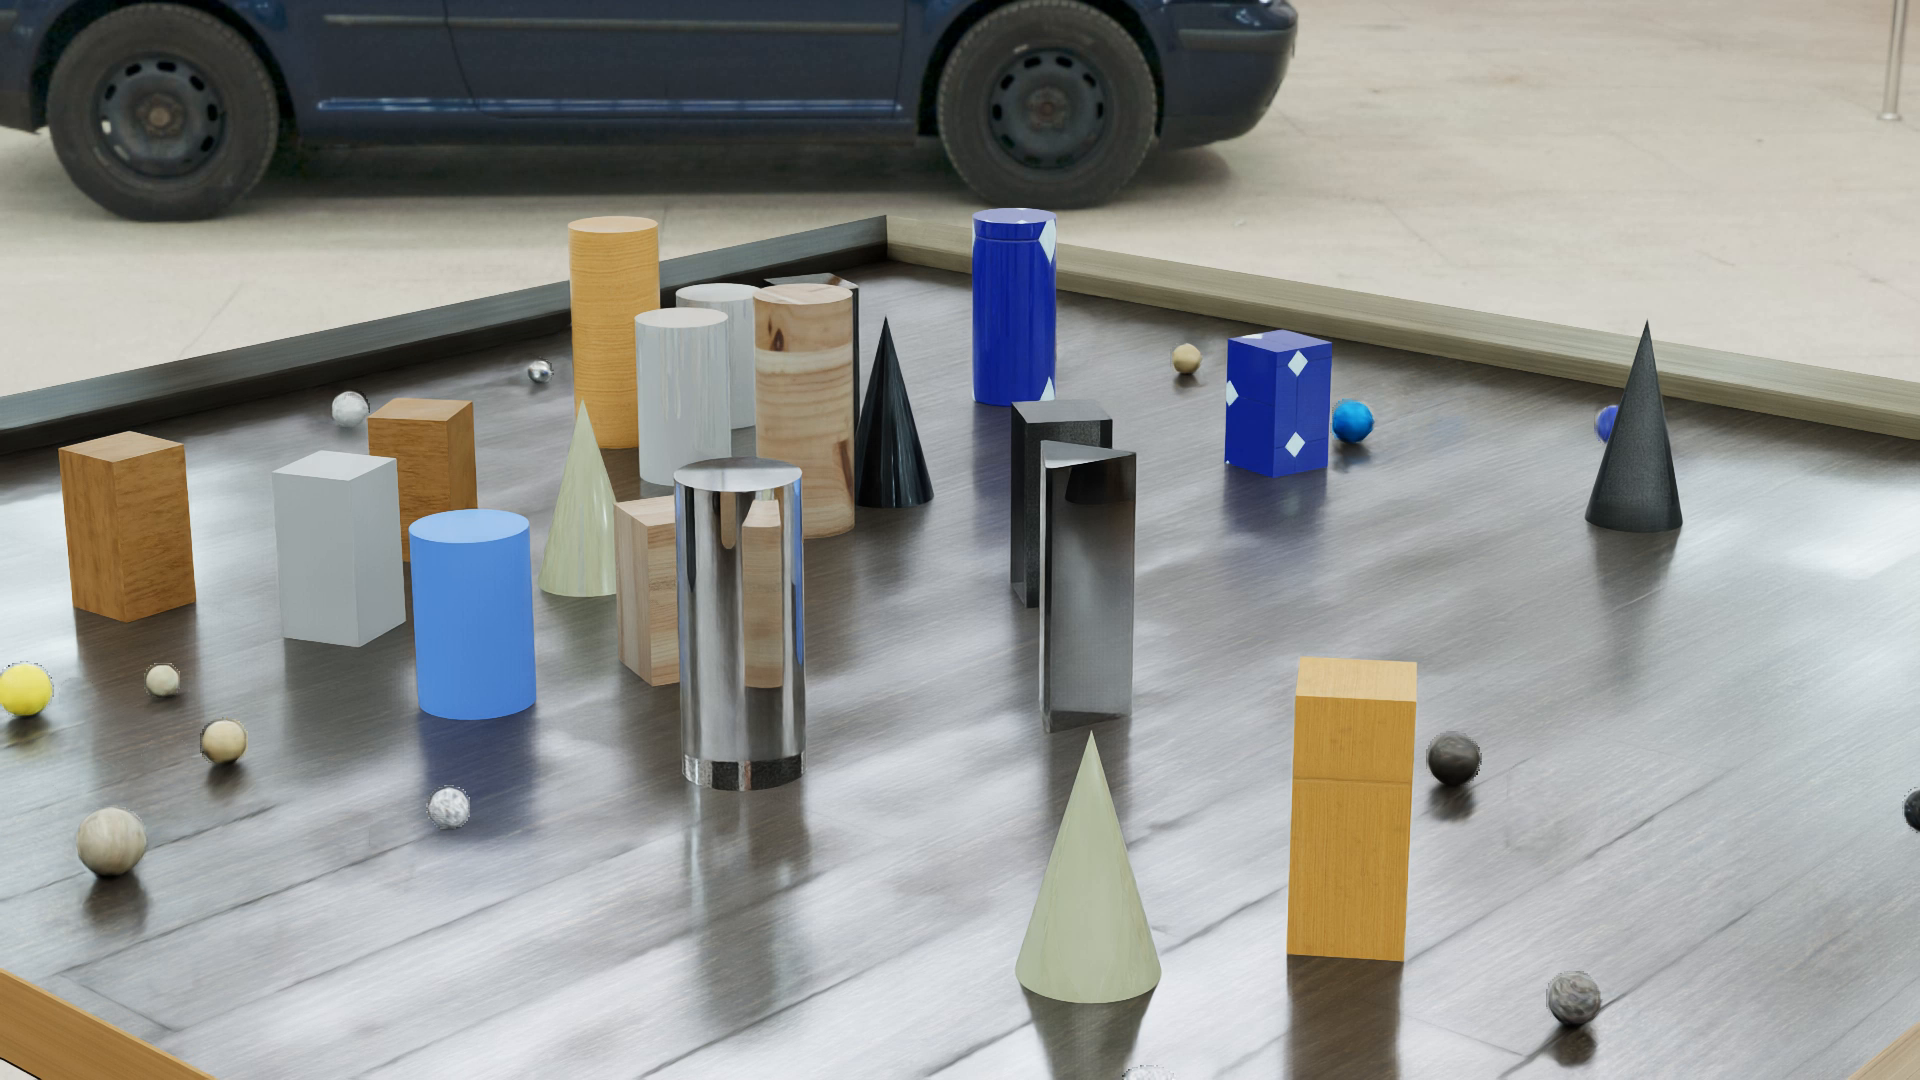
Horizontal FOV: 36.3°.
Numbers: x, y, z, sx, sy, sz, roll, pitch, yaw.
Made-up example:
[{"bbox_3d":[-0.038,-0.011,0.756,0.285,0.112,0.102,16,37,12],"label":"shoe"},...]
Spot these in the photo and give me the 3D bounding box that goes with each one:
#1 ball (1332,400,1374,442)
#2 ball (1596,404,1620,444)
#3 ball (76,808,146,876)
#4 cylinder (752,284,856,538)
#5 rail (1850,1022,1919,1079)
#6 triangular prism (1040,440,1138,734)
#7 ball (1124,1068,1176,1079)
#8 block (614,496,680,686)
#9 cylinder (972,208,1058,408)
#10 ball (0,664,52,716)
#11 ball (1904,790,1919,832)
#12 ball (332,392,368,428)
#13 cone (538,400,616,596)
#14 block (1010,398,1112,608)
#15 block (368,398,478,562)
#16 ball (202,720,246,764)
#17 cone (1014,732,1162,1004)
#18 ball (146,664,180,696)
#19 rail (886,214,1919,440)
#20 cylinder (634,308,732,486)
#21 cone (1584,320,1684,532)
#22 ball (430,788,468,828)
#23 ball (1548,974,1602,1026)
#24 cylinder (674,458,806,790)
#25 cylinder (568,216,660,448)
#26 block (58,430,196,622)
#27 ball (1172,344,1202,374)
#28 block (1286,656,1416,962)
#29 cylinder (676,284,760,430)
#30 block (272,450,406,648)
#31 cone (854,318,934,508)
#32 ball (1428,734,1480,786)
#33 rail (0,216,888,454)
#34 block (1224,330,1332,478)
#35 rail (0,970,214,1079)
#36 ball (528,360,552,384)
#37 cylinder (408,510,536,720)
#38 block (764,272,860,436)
[{"bbox_3d":[0.815,-0.245,6.090,0.087,0.087,0.087,0,17,0],"label":"ball"},{"bbox_3d":[1.359,-0.237,6.063,0.087,0.087,0.087,0,17,0],"label":"ball"},{"bbox_3d":[-1.139,0.405,3.933,0.091,0.091,0.091,0,17,0],"label":"ball"},{"bbox_3d":[-0.289,-0.241,5.461,0.184,0.443,0.184,0,17,0],"label":"cylinder"},{"bbox_3d":[1.549,0.420,3.834,0.045,0.119,4.173,14,22,39],"label":"rail"},{"bbox_3d":[0.163,0.065,4.493,0.159,0.419,0.138,-10,20,-30],"label":"triangular prism"},{"bbox_3d":[0.209,0.622,3.239,0.078,0.078,0.078,0,17,0],"label":"ball"},{"bbox_3d":[-0.458,0.077,4.716,0.147,0.266,0.147,-9,19,-26],"label":"block"},{"bbox_3d":[0.118,-0.509,6.413,0.184,0.405,0.184,0,17,0],"label":"cylinder"},{"bbox_3d":[-1.444,0.232,4.526,0.080,0.080,0.080,0,17,0],"label":"ball"},{"bbox_3d":[1.345,0.376,4.079,0.062,0.062,0.062,0,17,0],"label":"ball"},{"bbox_3d":[-1.294,-0.277,6.215,0.076,0.076,0.076,0,17,0],"label":"ball"},{"bbox_3d":[-0.656,-0.088,5.142,0.184,0.335,0.184,0,17,0],"label":"cone"},{"bbox_3d":[0.174,-0.065,5.075,0.147,0.329,0.147,-3,17,-9],"label":"block"},{"bbox_3d":[-0.974,-0.109,5.329,0.147,0.266,0.147,3,17,9],"label":"block"},{"bbox_3d":[-1.087,0.299,4.331,0.065,0.065,0.065,0,17,0],"label":"ball"},{"bbox_3d":[0.160,0.384,3.609,0.184,0.320,0.184,0,17,0],"label":"cone"},{"bbox_3d":[-1.254,0.222,4.611,0.050,0.050,0.050,0,17,0],"label":"ball"},{"bbox_3d":[1.352,-0.421,6.612,4.150,0.119,0.045,14,22,39],"label":"rail"},{"bbox_3d":[-0.549,-0.286,5.821,0.184,0.319,0.184,0,17,0],"label":"cylinder"},{"bbox_3d":[1.278,-0.227,5.505,0.184,0.391,0.184,0,17,0],"label":"cone"},{"bbox_3d":[-0.714,0.374,4.098,0.055,0.055,0.055,0,17,0],"label":"ball"},{"bbox_3d":[0.735,0.550,3.506,0.063,0.063,0.063,0,17,0],"label":"ball"},{"bbox_3d":[-0.317,0.121,4.255,0.184,0.450,0.184,0,17,0],"label":"cylinder"},{"bbox_3d":[-0.712,-0.431,6.075,0.184,0.451,0.184,0,17,0],"label":"cylinder"},{"bbox_3d":[-1.425,-0.025,5.024,0.147,0.282,0.147,12,21,35],"label":"block"},{"bbox_3d":[0.515,-0.411,6.670,0.069,0.069,0.069,0,17,0],"label":"ball"},{"bbox_3d":[0.496,0.339,3.712,0.147,0.347,0.147,3,17,8],"label":"block"},{"bbox_3d":[-0.510,-0.392,6.249,0.184,0.276,0.184,0,17,0],"label":"cylinder"},{"bbox_3d":[-1.035,0.013,4.892,0.147,0.286,0.147,6,18,20],"label":"block"},{"bbox_3d":[-0.142,-0.260,5.666,0.184,0.360,0.184,0,17,0],"label":"cone"},{"bbox_3d":[0.716,0.318,4.251,0.074,0.074,0.074,0,17,0],"label":"ball"},{"bbox_3d":[-1.549,-0.360,6.408,0.045,0.119,4.173,14,22,39],"label":"rail"},{"bbox_3d":[0.640,-0.276,5.898,0.147,0.256,0.147,-12,20,-34],"label":"block"},{"bbox_3d":[-1.352,0.481,3.630,4.150,0.119,0.045,14,22,39],"label":"rail"},{"bbox_3d":[-0.943,-0.376,6.583,0.052,0.052,0.052,0,17,0],"label":"ball"},{"bbox_3d":[-0.757,0.114,4.561,0.184,0.284,0.184,0,17,0],"label":"cylinder"},{"bbox_3d":[-0.304,-0.357,6.011,0.147,0.347,0.147,-8,19,-25],"label":"block"}]
